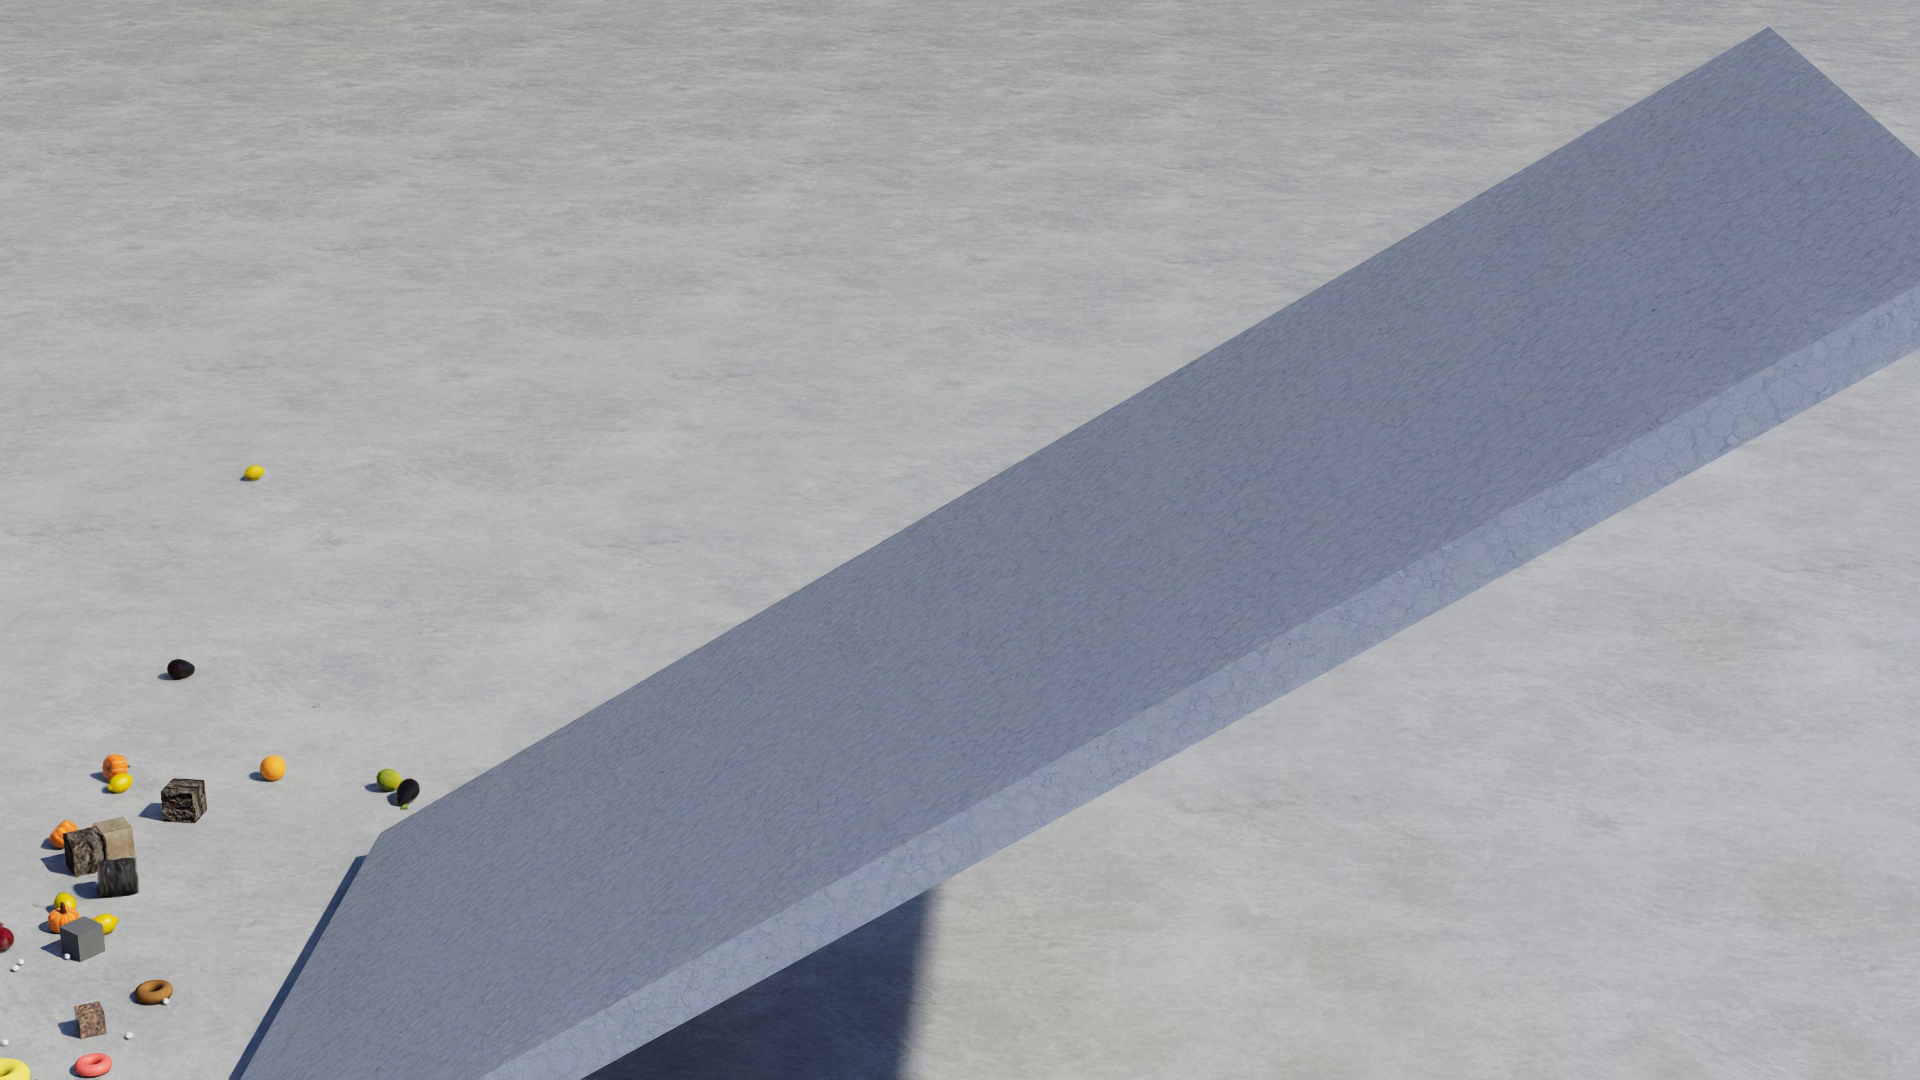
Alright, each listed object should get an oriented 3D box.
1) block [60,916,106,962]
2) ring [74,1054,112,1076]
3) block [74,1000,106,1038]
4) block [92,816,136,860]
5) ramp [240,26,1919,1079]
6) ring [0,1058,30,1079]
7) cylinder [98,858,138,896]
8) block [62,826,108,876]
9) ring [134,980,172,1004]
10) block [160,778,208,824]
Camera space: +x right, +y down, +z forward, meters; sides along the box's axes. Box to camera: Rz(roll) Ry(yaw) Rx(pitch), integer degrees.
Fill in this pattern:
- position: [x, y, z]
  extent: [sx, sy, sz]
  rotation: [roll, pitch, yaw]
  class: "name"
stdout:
- position: [-2.154, 0.979, 7.218]
  extent: [0.073, 0.073, 0.073]
  rotation: [15, 25, 36]
  class: "block"
- position: [-1.971, 1.194, 6.688]
  extent: [0.083, 0.028, 0.083]
  rotation: [0, 18, 0]
  class: "ring"
- position: [-2.027, 1.118, 6.853]
  extent: [0.058, 0.058, 0.058]
  rotation: [-10, 22, -25]
  class: "block"
- position: [-2.227, 0.788, 7.741]
  extent: [0.081, 0.081, 0.081]
  rotation: [-12, 23, -31]
  class: "block"
- position: [0.141, 0.169, 6.291]
  extent: [4.000, 0.100, 2.000]
  rotation: [-30, 15, 13]
  class: "ramp"
- position: [-2.162, 1.210, 6.616]
  extent: [0.137, 0.046, 0.137]
  rotation: [-1, 18, 0]
  class: "ring"
- position: [-2.155, 0.861, 7.523]
  extent: [0.090, 0.090, 0.090]
  rotation: [-5, 20, -13]
  class: "cylinder"
- position: [-2.277, 0.811, 7.663]
  extent: [0.089, 0.089, 0.089]
  rotation: [-11, 23, -29]
  class: "block"
- position: [-1.922, 1.077, 7.011]
  extent: [0.089, 0.030, 0.089]
  rotation: [-1, 21, 0]
  class: "ring"
- position: [-2.100, 0.705, 7.958]
  extent: [0.089, 0.089, 0.089]
  rotation: [3, 20, 8]
  class: "block"
